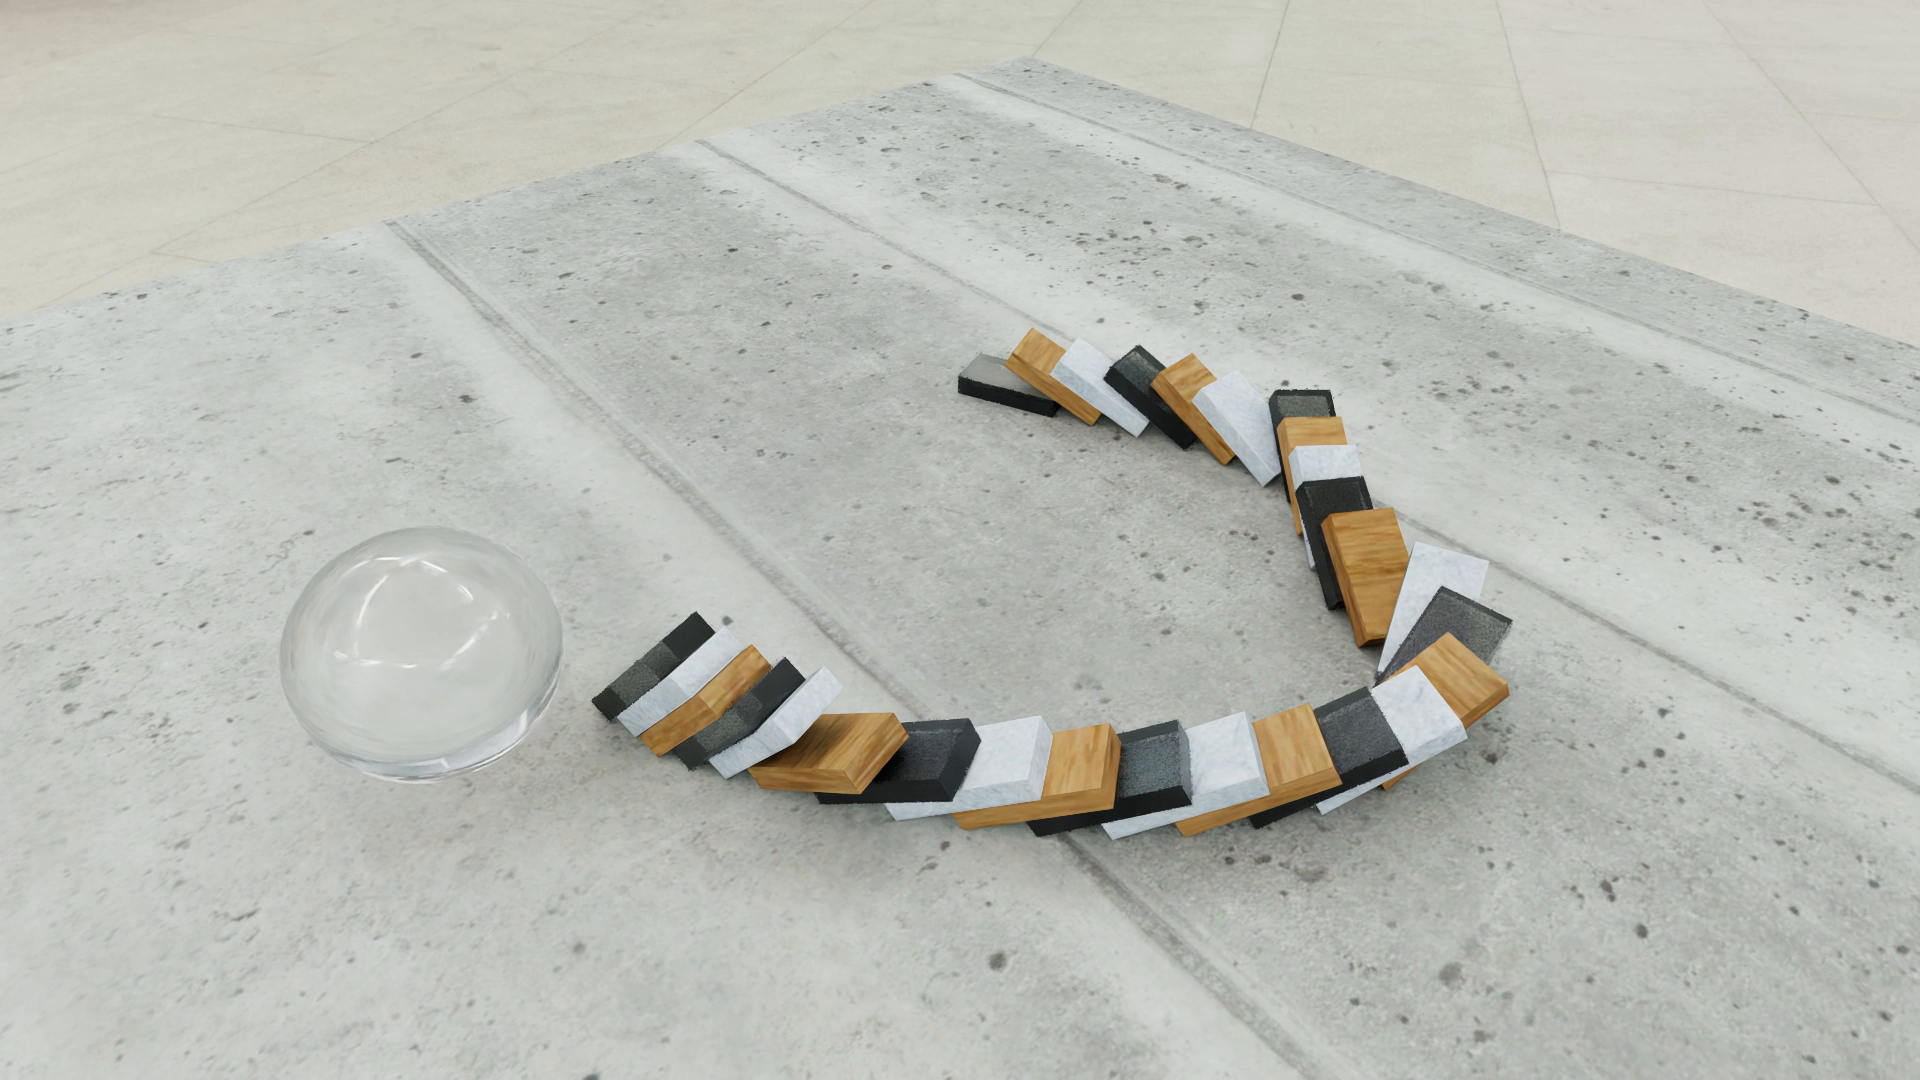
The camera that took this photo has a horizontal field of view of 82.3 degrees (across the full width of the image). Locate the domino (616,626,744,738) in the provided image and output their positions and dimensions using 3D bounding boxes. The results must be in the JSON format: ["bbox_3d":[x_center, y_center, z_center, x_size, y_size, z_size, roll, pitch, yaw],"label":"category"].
[{"bbox_3d":[-0.092,0.047,0.359,0.009,0.050,0.025,49,48,-6],"label":"domino"}]

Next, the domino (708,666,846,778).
[{"bbox_3d":[-0.059,0.058,0.345,0.010,0.050,0.025,49,48,-6],"label":"domino"}]

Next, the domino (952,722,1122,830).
[{"bbox_3d":[0.023,0.073,0.337,0.050,0.009,0.025,-15,33,26],"label":"domino"}]

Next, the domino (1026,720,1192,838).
[{"bbox_3d":[0.045,0.073,0.337,0.050,0.009,0.025,-18,34,22],"label":"domino"}]

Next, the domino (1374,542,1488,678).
[{"bbox_3d":[0.167,0.028,0.389,0.025,0.009,0.050,17,75,19],"label":"domino"}]

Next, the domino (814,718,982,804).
[{"bbox_3d":[-0.021,0.069,0.342,0.050,0.010,0.025,-10,31,32],"label":"domino"}]

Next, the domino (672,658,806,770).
[{"bbox_3d":[-0.071,0.055,0.348,0.009,0.050,0.025,49,48,-6],"label":"domino"}]

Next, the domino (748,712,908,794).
[{"bbox_3d":[-0.042,0.066,0.342,0.050,0.010,0.025,-10,27,45],"label":"domino"}]

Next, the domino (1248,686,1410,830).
[{"bbox_3d":[0.110,0.068,0.343,0.050,0.010,0.025,-28,38,12],"label":"domino"}]

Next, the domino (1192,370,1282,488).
[{"bbox_3d":[0.129,-0.050,0.487,0.025,0.010,0.050,-28,74,-30],"label":"domino"}]

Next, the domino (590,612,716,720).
[{"bbox_3d":[-0.102,0.042,0.364,0.009,0.050,0.025,49,48,-6],"label":"domino"}]

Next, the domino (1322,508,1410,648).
[{"bbox_3d":[0.155,0.014,0.410,0.025,0.010,0.050,-6,67,-7],"label":"domino"}]

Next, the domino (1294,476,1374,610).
[{"bbox_3d":[0.149,0.001,0.425,0.025,0.010,0.050,-6,67,-7],"label":"domino"}]

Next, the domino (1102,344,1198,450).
[{"bbox_3d":[0.093,-0.066,0.509,0.050,0.010,0.025,43,51,9],"label":"domino"}]

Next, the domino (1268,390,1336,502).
[{"bbox_3d":[0.151,-0.041,0.474,0.025,0.009,0.050,-1,67,-7],"label":"domino"}]

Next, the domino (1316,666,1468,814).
[{"bbox_3d":[0.130,0.063,0.348,0.050,0.010,0.025,-31,41,8],"label":"domino"}]

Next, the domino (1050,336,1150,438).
[{"bbox_3d":[0.069,-0.072,0.515,0.050,0.010,0.025,36,46,2],"label":"domino"}]

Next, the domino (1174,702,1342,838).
[{"bbox_3d":[0.088,0.071,0.339,0.050,0.009,0.025,-24,37,16],"label":"domino"}]

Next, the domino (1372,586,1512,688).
[{"bbox_3d":[0.161,0.043,0.372,0.025,0.010,0.050,32,80,33],"label":"domino"}]

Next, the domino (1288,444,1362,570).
[{"bbox_3d":[0.150,-0.014,0.442,0.025,0.010,0.050,-2,67,-5],"label":"domino"}]

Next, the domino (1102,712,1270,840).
[{"bbox_3d":[0.067,0.072,0.338,0.050,0.010,0.025,-22,36,18],"label":"domino"}]

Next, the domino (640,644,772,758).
[{"bbox_3d":[-0.082,0.052,0.352,0.010,0.050,0.025,49,48,-6],"label":"domino"}]

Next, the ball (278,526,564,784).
[{"bbox_3d":[-0.166,0.035,0.344,0.080,0.080,0.080,0,39,0],"label":"ball"}]

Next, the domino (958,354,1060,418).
[{"bbox_3d":[0.027,-0.076,0.536,0.050,0.009,0.025,18,42,20],"label":"domino"}]

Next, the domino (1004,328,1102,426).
[{"bbox_3d":[0.048,-0.078,0.521,0.050,0.009,0.025,34,46,0],"label":"domino"}]

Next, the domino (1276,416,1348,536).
[{"bbox_3d":[0.150,-0.027,0.458,0.025,0.010,0.050,-2,67,-6],"label":"domino"}]

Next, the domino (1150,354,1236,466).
[{"bbox_3d":[0.113,-0.060,0.499,0.025,0.009,0.050,-32,77,-34],"label":"domino"}]

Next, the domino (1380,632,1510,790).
[{"bbox_3d":[0.149,0.055,0.357,0.050,0.009,0.025,-38,46,1],"label":"domino"}]

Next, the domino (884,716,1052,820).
[{"bbox_3d":[0.002,0.071,0.340,0.050,0.009,0.025,-15,33,26],"label":"domino"}]
